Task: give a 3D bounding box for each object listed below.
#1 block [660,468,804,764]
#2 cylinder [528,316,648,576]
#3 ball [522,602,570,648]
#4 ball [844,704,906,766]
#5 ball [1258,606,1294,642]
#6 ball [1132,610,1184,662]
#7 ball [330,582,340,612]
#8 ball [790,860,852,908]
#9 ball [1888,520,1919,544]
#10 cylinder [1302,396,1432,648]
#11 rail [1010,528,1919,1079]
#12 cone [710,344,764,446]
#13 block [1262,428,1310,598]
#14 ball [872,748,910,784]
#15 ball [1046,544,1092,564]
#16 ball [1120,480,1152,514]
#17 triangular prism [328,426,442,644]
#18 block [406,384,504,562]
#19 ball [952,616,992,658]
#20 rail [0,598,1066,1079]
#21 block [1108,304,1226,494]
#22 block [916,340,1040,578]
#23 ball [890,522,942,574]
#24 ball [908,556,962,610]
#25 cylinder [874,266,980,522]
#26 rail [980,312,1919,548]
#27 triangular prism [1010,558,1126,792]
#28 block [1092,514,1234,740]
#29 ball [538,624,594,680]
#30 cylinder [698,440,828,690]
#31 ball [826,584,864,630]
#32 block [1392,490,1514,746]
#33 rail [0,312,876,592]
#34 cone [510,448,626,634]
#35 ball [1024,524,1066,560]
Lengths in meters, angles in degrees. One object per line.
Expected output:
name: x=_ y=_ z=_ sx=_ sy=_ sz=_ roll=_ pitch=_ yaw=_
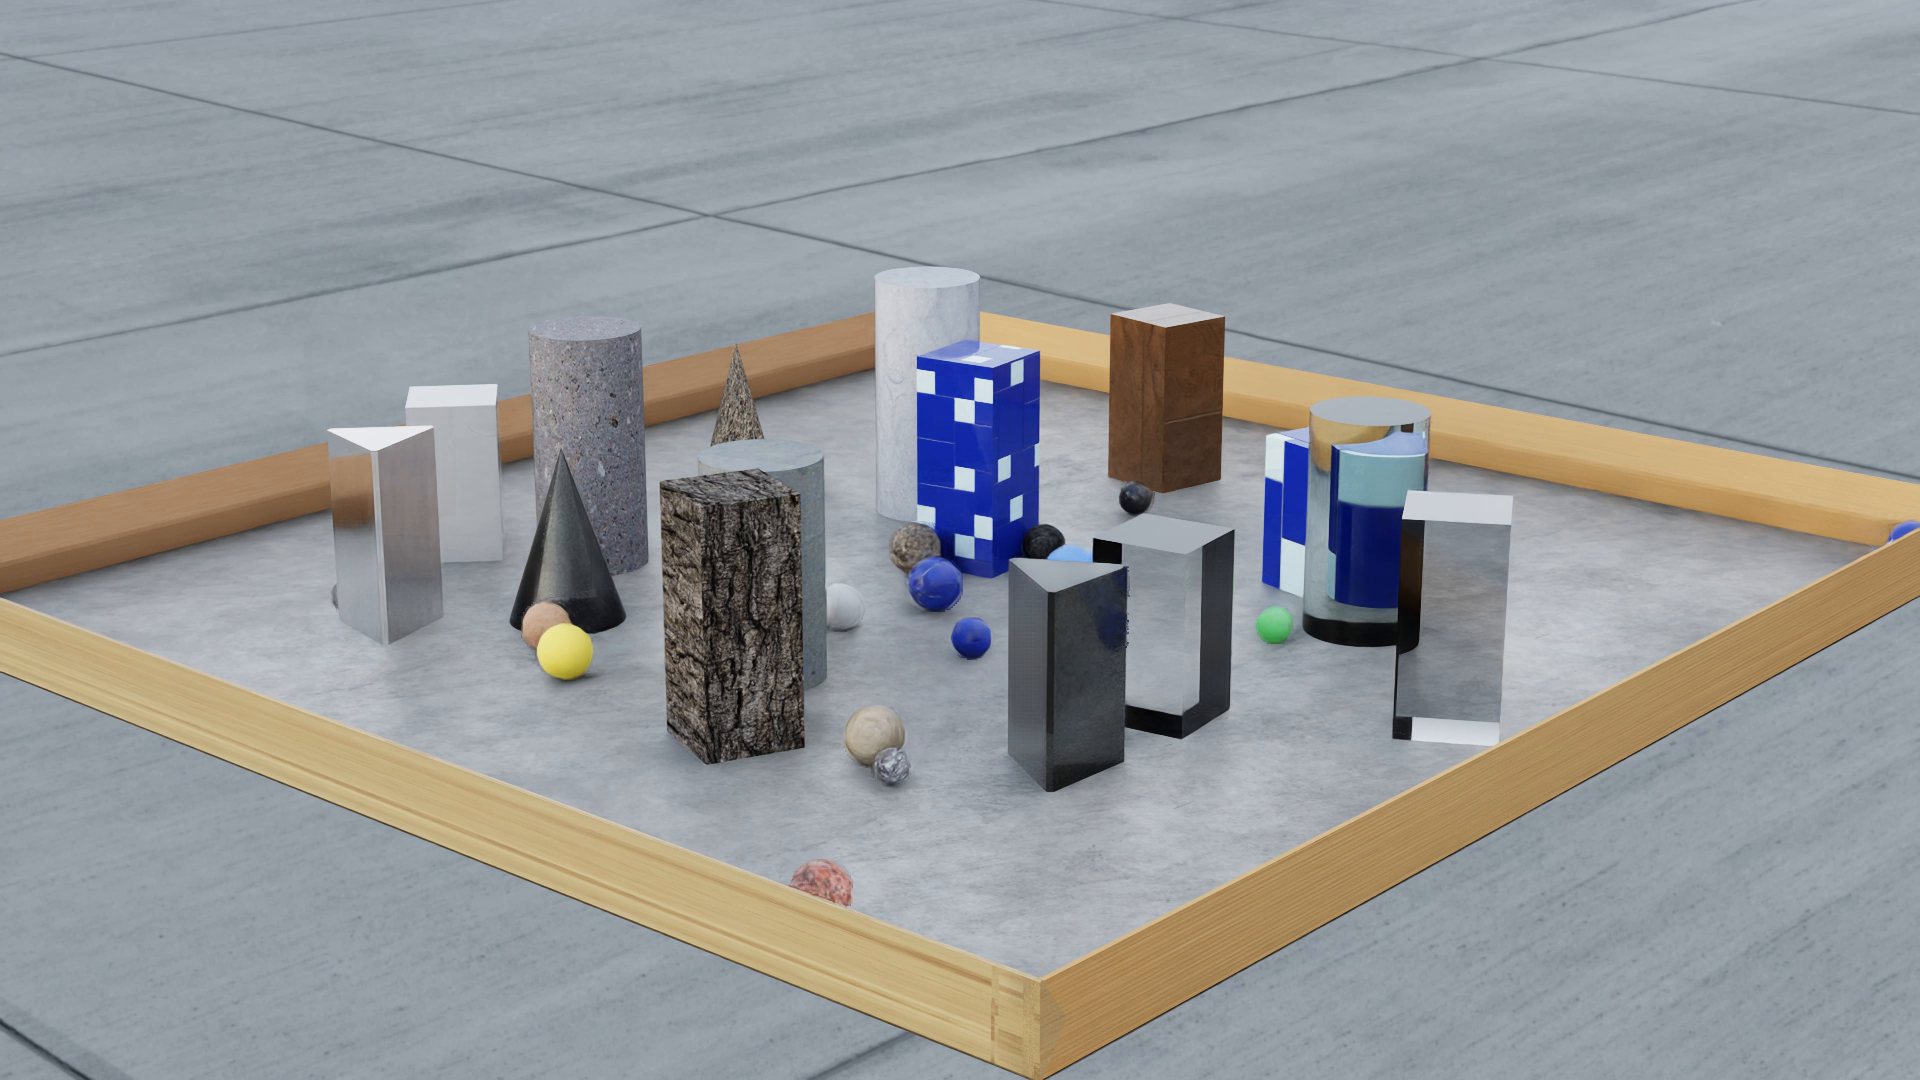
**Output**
block: x=-0.341 y=0.113 z=4.393 sx=0.159 sy=0.397 sz=0.159 roll=-8 pitch=19 yaw=-26
cylinder: x=-0.666 y=-0.169 z=5.266 sx=0.199 sy=0.433 sz=0.199 roll=0 pitch=17 yaw=0
ball: x=-0.683 y=0.142 z=4.844 sx=0.080 sy=0.080 sz=0.080 roll=0 pitch=17 yaw=0
ball: x=-0.126 y=0.289 z=4.339 sx=0.090 sy=0.090 sz=0.090 roll=0 pitch=17 yaw=0
ball: x=0.526 y=0.140 z=4.885 sx=0.060 sy=0.060 sz=0.060 roll=0 pitch=17 yaw=0
ball: x=0.323 y=0.157 z=4.786 sx=0.085 sy=0.085 sz=0.085 roll=0 pitch=17 yaw=0
ball: x=-1.050 y=0.097 z=5.032 sx=0.059 sy=0.059 sz=0.059 roll=0 pitch=17 yaw=0
ball: x=-0.181 y=0.455 z=3.803 sx=0.081 sy=0.081 sz=0.081 roll=0 pitch=17 yaw=0
ball: x=1.714 y=0.008 z=5.278 sx=0.087 sy=0.087 sz=0.087 roll=0 pitch=17 yaw=0
cylinder: x=0.679 y=-0.032 z=4.905 sx=0.199 sy=0.379 sz=0.199 roll=0 pitch=17 yaw=0
rail: x=0.946 y=0.269 z=4.334 sx=0.045 sy=0.129 sz=2.661 roll=14 pitch=22 yaw=39
cone: x=-0.408 y=-0.181 z=5.400 sx=0.199 sy=0.379 sz=0.199 roll=0 pitch=17 yaw=0
block: x=0.647 y=-0.049 z=5.149 sx=0.159 sy=0.270 sz=0.159 roll=-12 pitch=20 yaw=-34
ball: x=-0.100 y=0.329 z=4.269 sx=0.054 sy=0.054 sz=0.054 roll=0 pitch=17 yaw=0
ball: x=0.193 y=0.056 z=5.100 sx=0.097 sy=0.097 sz=0.097 roll=0 pitch=17 yaw=0
ball: x=0.336 y=-0.081 z=5.614 sx=0.064 sy=0.064 sz=0.064 roll=0 pitch=17 yaw=0
triangular prism: x=-0.946 y=-0.018 z=4.935 sx=0.149 sy=0.335 sz=0.172 roll=-12 pitch=21 yaw=-35
block: x=-0.921 y=-0.122 z=5.356 sx=0.159 sy=0.291 sz=0.159 roll=-2 pitch=17 yaw=-7
ball: x=0.019 y=0.159 z=4.810 sx=0.067 sy=0.067 sz=0.067 roll=0 pitch=17 yaw=0
rail: x=-0.857 y=0.317 z=4.175 sx=2.552 sy=0.129 sz=0.045 roll=14 pitch=22 yaw=39
block: x=0.409 y=-0.283 z=5.817 sx=0.159 sy=0.333 sz=0.159 roll=-13 pitch=21 yaw=-37
block: x=0.033 y=-0.148 z=5.276 sx=0.159 sy=0.386 sz=0.159 roll=10 pitch=20 yaw=31
ball: x=-0.079 y=0.015 z=5.244 sx=0.092 sy=0.092 sz=0.092 roll=0 pitch=17 yaw=0
ball: x=-0.044 y=0.075 z=5.046 sx=0.093 sy=0.093 sz=0.093 roll=0 pitch=17 yaw=0
cylinder: x=-0.062 y=-0.279 z=5.595 sx=0.199 sy=0.453 sz=0.199 roll=0 pitch=17 yaw=0
rail: x=0.857 y=-0.252 z=6.064 sx=2.552 sy=0.129 sz=0.045 roll=14 pitch=22 yaw=39
triangular prism: x=0.131 y=0.187 z=4.308 sx=0.149 sy=0.304 sz=0.172 roll=14 pitch=22 yaw=40
block: x=0.311 y=0.130 z=4.513 sx=0.159 sy=0.294 sz=0.159 roll=10 pitch=20 yaw=31
ball: x=-0.634 y=0.179 z=4.707 sx=0.089 sy=0.089 sz=0.089 roll=0 pitch=17 yaw=0
cylinder: x=-0.314 y=0.043 z=4.676 sx=0.199 sy=0.368 sz=0.199 roll=0 pitch=17 yaw=0
ball: x=-0.202 y=0.112 z=4.946 sx=0.079 sy=0.079 sz=0.079 roll=0 pitch=17 yaw=0
block: x=0.750 y=0.117 z=4.462 sx=0.159 sy=0.348 sz=0.159 roll=3 pitch=17 yaw=11
rail: x=-0.946 y=-0.204 z=5.906 sx=0.045 sy=0.129 sz=2.661 roll=14 pitch=22 yaw=39
cone: x=-0.670 y=-0.012 z=4.970 sx=0.199 sy=0.302 sz=0.199 roll=0 pitch=17 yaw=0
ball: x=0.152 y=0.010 z=5.289 sx=0.077 sy=0.077 sz=0.077 roll=0 pitch=17 yaw=0
